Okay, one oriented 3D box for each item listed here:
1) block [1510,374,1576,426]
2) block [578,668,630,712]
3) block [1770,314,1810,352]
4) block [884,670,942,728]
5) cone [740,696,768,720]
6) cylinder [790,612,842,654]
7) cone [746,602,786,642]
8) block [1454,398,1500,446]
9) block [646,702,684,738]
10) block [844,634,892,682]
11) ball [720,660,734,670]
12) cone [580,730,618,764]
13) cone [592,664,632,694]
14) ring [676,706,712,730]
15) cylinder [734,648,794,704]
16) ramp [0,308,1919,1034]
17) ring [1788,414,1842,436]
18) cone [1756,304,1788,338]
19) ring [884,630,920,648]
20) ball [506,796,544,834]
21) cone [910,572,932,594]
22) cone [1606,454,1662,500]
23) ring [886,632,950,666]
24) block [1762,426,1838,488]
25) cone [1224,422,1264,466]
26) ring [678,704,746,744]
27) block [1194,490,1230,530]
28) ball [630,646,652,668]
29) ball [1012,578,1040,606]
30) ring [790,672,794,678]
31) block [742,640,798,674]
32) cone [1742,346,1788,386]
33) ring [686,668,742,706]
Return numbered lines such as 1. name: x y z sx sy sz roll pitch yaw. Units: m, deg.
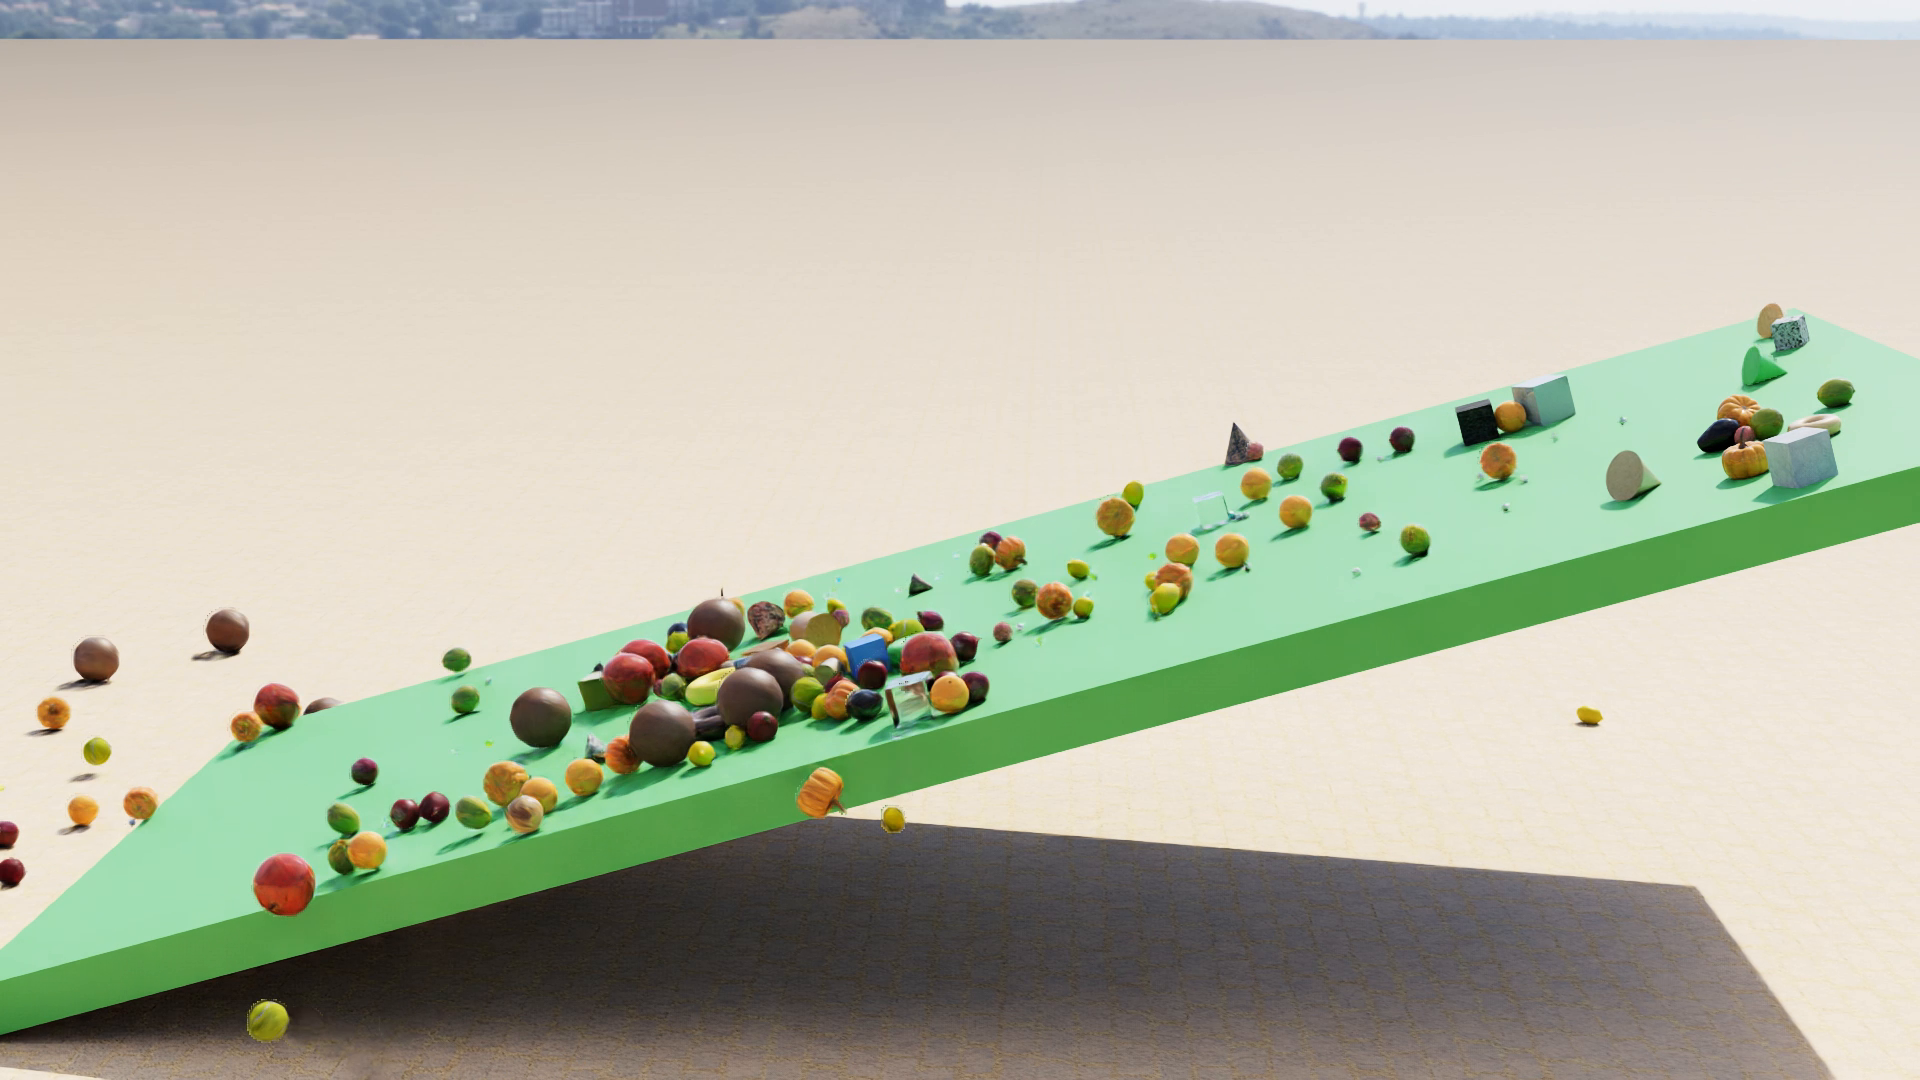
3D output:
1. block: 1.311 -0.313 6.607 0.092 0.092 0.092 -19 10 -19
2. block: -0.779 0.328 6.432 0.071 0.071 0.071 -12 10 24
3. block: 1.878 -0.469 6.652 0.062 0.062 0.062 -10 11 33
4. block: -0.087 0.296 5.461 0.076 0.076 0.076 -14 10 14
5. cone: -0.410 0.342 5.888 0.055 0.055 0.055 10 9 -9
6. cylinder: -0.312 0.200 6.353 0.086 0.086 0.086 -5 4 -26
7. cone: -0.448 0.204 6.692 0.090 0.090 0.090 1 40 7
8. block: 1.162 -0.264 6.608 0.079 0.079 0.079 -15 10 9
9. block: -0.595 0.365 5.970 0.053 0.053 0.053 -12 10 25
10. block: -0.187 0.238 5.974 0.071 0.071 0.071 -18 10 -11
11. ball: -0.488 0.283 6.262 0.053 0.053 0.053 0 10 0
12. cone: -0.712 0.425 5.881 0.072 0.072 0.072 21 5 -15
13. cone: -0.766 0.328 6.508 0.091 0.091 0.091 14 13 12
14. ring: -0.527 0.362 5.941 0.098 0.033 0.098 -17 6 2
15. cylinder: -0.401 0.279 6.013 0.098 0.098 0.098 -16 10 1
16. ramp: 0.085 0.189 6.325 4.000 0.100 2.000 -15 10 4
17. ring: 1.647 -0.216 5.670 0.103 0.034 0.103 -14 9 2
18. cone: 1.919 -0.503 6.855 0.084 0.084 0.084 9 5 -27
19. ring: -0.121 0.211 6.150 0.087 0.029 0.087 -16 11 3
20. ball: -0.805 0.509 5.442 0.070 0.070 0.070 0 10 0
21. cone: -0.085 0.105 6.716 0.052 0.052 0.052 12 12 6
22. cone: 1.306 -0.115 5.621 0.099 0.099 0.099 0 9 -31
23. ring: -0.085 0.222 5.981 0.136 0.045 0.136 -14 9 2
24. block: 1.524 -0.150 5.333 0.085 0.085 0.085 -18 10 -13
25. cone: 0.684 -0.245 7.223 0.099 0.099 0.099 -16 10 3
26. ring: -0.490 0.364 5.827 0.141 0.047 0.141 -15 10 3
27. block: 0.558 -0.066 6.515 0.064 0.064 0.064 -16 10 2
28. ball: -0.732 0.269 6.751 0.052 0.052 0.052 0 10 0
29. ball: 0.138 0.111 6.200 0.060 0.060 0.060 0 10 0
30. ring: -0.395 0.295 6.106 0.100 0.033 0.100 -17 8 3
31. block: -0.401 0.259 6.201 0.074 0.074 0.074 -9 12 38
32. cone: 1.749 -0.368 6.354 0.088 0.088 0.088 9 9 -10
33. ring: -0.506 0.308 6.171 0.143 0.048 0.143 -16 11 3
